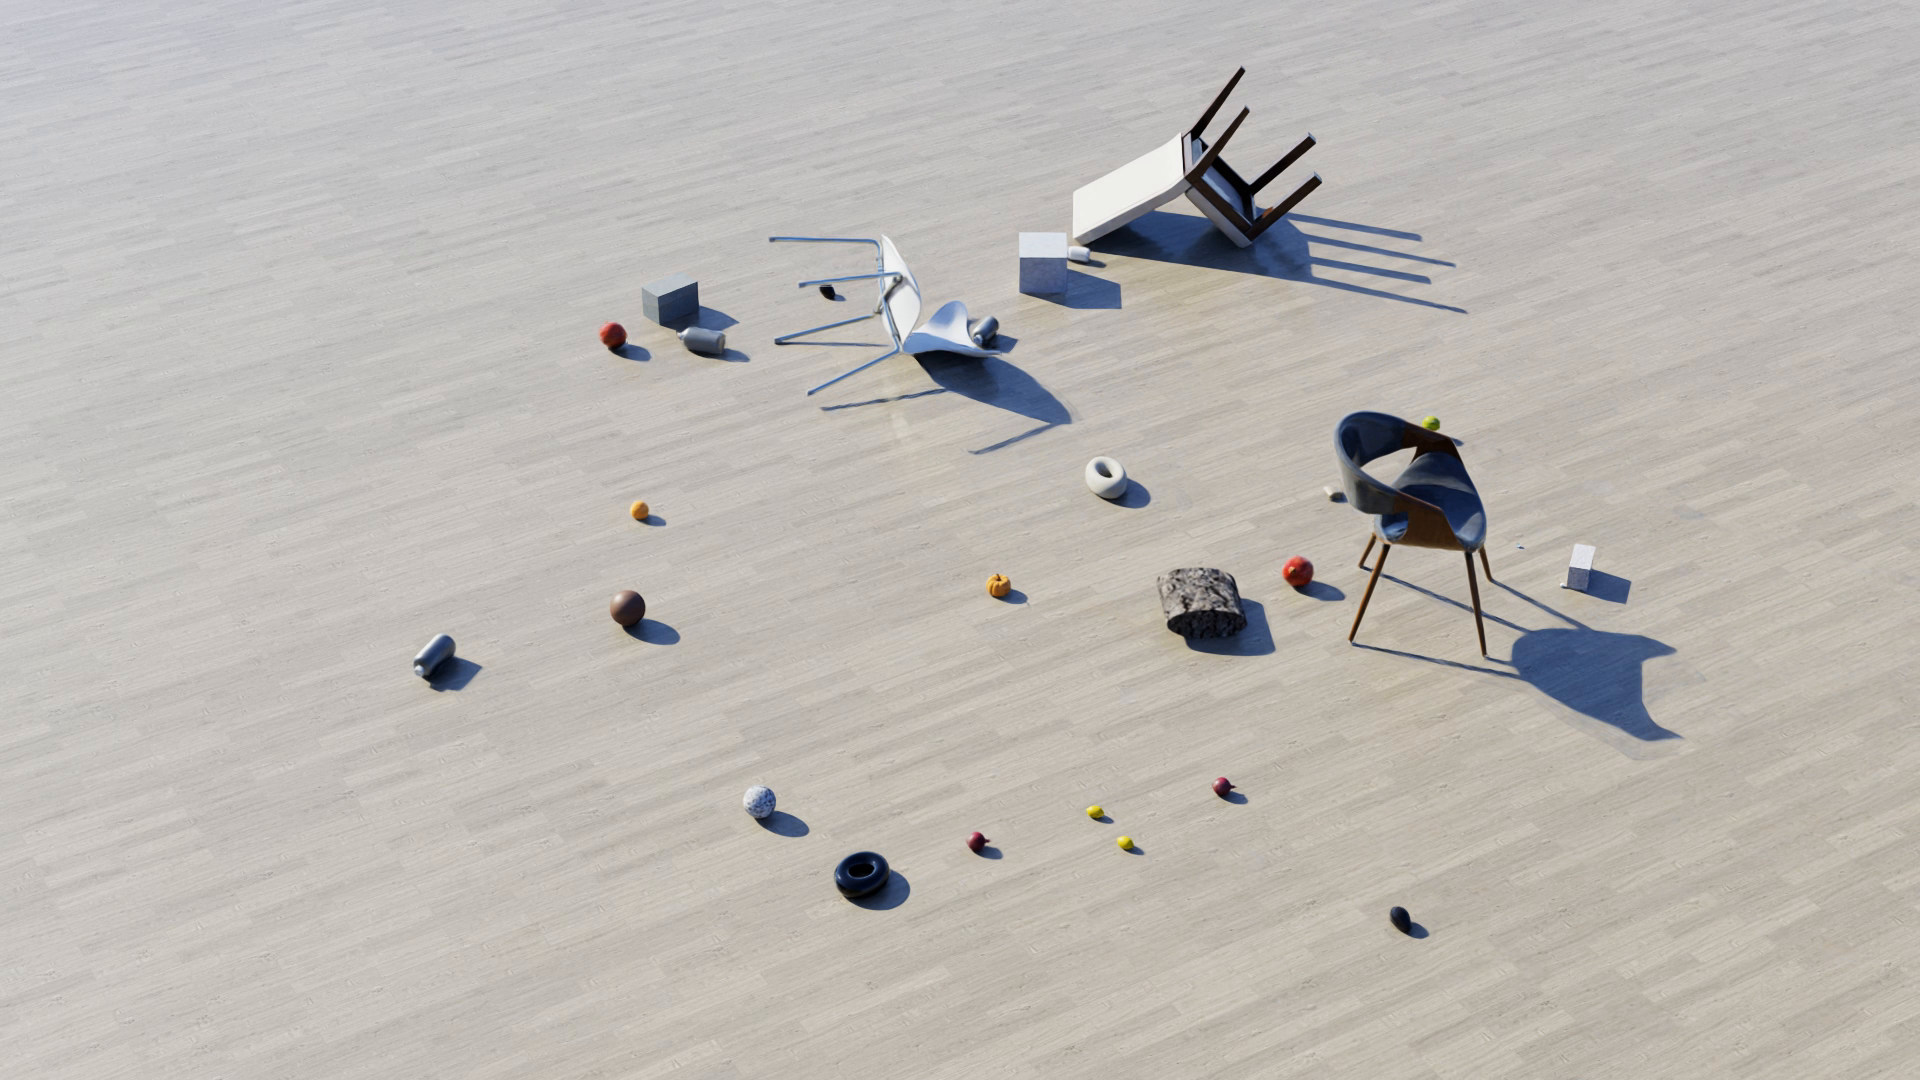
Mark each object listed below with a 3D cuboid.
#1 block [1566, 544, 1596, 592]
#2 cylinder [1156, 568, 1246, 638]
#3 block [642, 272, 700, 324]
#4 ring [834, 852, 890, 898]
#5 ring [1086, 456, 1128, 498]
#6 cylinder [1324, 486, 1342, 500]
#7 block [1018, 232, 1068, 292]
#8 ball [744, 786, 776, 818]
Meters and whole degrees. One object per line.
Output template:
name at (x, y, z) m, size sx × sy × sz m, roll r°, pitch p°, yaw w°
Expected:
block at (2.267, 0.100, 10.705) m, size 0.073 × 0.096 × 0.156 m, roll 10°, pitch 35°, yaw 15°
cylinder at (0.863, 0.224, 10.491) m, size 0.289 × 0.124 × 0.269 m, roll 0°, pitch 33°, yaw -6°
block at (-1.222, -1.020, 12.369) m, size 0.209 × 0.135 × 0.114 m, roll -26°, pitch 41°, yaw -33°
ring at (-0.311, 1.059, 9.280) m, size 0.173 × 0.064 × 0.208 m, roll 14°, pitch 35°, yaw 21°
ring at (0.562, -0.239, 11.236) m, size 0.154 × 0.081 × 0.232 m, roll -9°, pitch 35°, yaw -12°
cylinder at (1.424, -0.182, 11.194) m, size 0.055 × 0.030 × 0.056 m, roll -5°, pitch 33°, yaw -17°
block at (0.356, -1.192, 12.599) m, size 0.203 × 0.171 × 0.227 m, roll 0°, pitch 33°, yaw 1°
ball at (-0.652, 0.853, 9.552) m, size 0.108 × 0.108 × 0.108 m, roll 0°, pitch 33°, yaw 0°
